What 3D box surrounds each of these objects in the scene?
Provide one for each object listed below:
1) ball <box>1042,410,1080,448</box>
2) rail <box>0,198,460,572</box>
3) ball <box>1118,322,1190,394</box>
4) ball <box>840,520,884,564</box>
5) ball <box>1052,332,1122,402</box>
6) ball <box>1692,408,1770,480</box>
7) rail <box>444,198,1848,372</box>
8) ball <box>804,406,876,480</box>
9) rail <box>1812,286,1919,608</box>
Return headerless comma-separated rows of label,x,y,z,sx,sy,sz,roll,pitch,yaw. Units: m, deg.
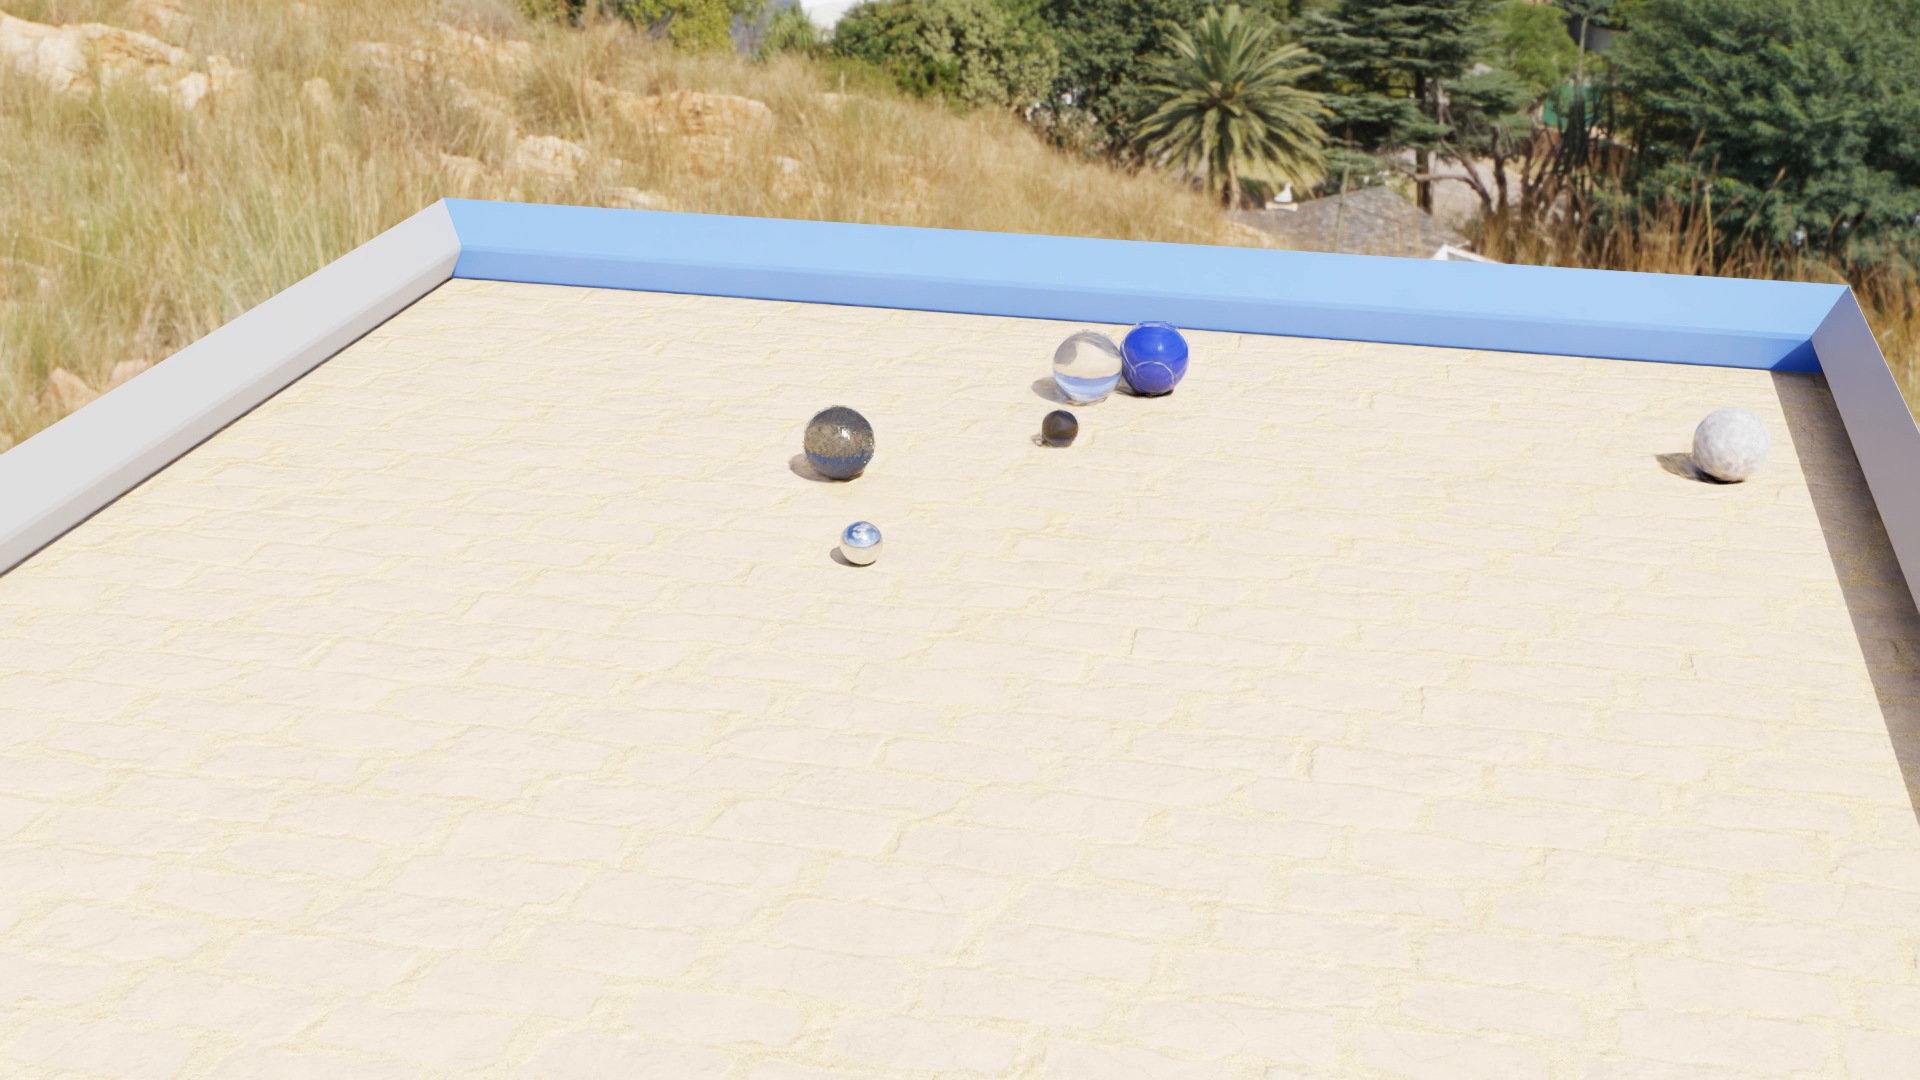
ball,0.127,-0.141,2.778,0.048,0.048,0.048,0,24,0
rail,-1.187,0.242,1.802,0.045,0.126,3.649,5,24,12
ball,0.260,-0.244,2.952,0.097,0.097,0.097,0,24,0
ball,-0.110,0.003,2.446,0.049,0.049,0.049,0,24,0
ball,0.169,-0.230,2.924,0.094,0.094,0.094,0,24,0
ball,0.935,-0.116,2.669,0.089,0.089,0.089,0,24,0
rail,0.198,-0.371,3.204,2.065,0.126,0.045,5,24,12
ball,-0.147,-0.118,2.675,0.088,0.088,0.088,0,24,0
rail,0.780,0.423,1.390,0.045,0.126,3.649,5,24,12
